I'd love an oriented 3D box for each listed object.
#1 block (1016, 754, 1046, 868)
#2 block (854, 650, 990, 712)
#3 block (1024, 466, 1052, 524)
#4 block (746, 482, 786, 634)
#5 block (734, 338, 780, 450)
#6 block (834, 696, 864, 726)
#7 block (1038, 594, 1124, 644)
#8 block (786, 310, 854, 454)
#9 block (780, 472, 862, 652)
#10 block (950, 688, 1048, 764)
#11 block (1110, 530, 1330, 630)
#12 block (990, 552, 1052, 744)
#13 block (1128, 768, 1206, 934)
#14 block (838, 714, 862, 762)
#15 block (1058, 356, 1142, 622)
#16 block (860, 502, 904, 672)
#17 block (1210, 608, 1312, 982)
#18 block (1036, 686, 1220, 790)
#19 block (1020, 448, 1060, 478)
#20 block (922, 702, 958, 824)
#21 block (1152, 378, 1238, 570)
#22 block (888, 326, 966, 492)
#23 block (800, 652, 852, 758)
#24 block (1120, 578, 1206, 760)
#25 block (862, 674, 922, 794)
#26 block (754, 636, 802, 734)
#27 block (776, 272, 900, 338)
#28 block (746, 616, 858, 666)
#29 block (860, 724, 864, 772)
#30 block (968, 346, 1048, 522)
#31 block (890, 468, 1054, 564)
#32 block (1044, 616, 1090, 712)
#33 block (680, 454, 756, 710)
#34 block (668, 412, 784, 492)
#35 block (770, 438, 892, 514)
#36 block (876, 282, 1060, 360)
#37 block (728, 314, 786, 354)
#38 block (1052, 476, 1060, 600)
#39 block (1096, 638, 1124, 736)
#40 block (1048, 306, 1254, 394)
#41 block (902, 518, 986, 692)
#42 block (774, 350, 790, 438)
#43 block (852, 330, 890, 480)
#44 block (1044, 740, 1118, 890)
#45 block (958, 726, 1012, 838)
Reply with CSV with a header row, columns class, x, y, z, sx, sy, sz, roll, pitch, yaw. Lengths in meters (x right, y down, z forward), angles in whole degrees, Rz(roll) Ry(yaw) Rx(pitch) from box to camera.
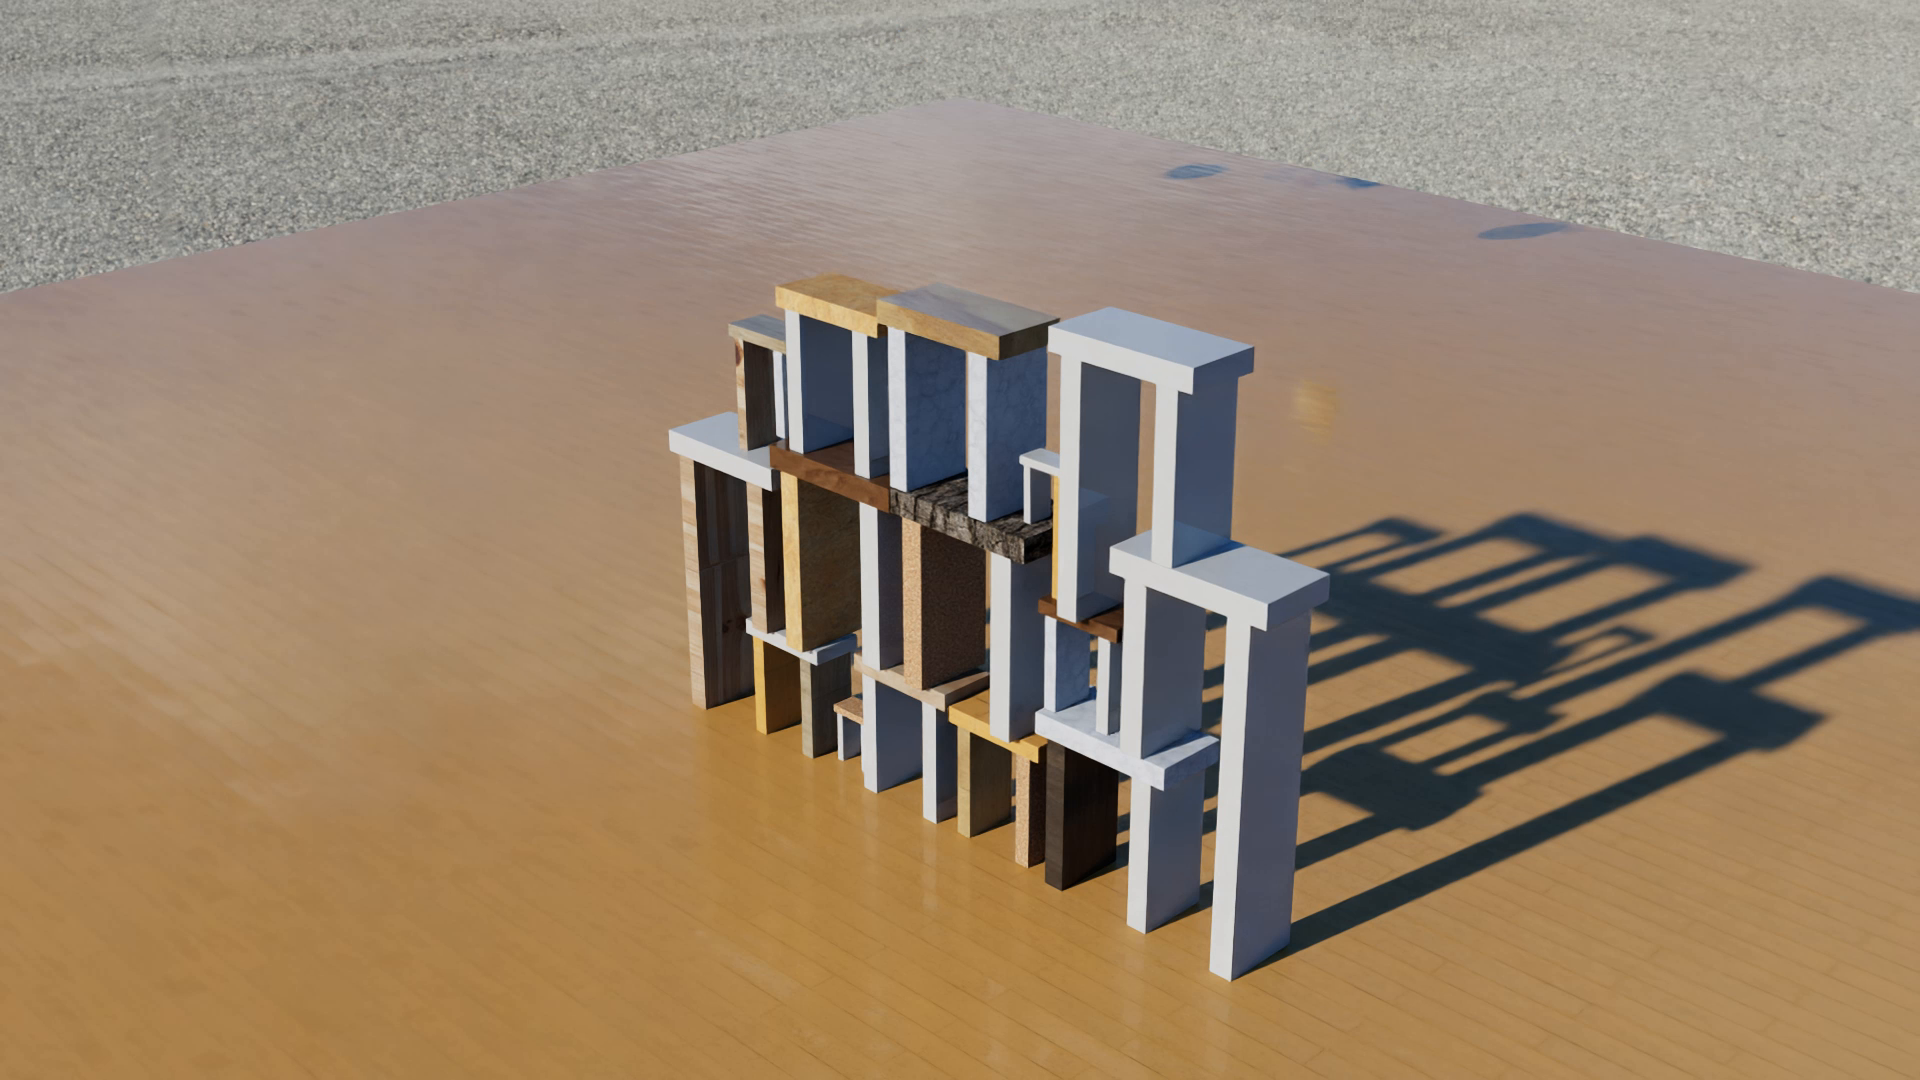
class,x,y,z,sx,sy,sz,roll,pitch,yaw
block,0.162,0.505,4.264,0.120,0.239,0.034,-21,31,-40
block,-0.076,0.265,4.419,0.262,0.037,0.131,21,31,41
block,0.142,-0.090,4.030,0.056,0.112,0.016,-21,30,-40
block,-0.364,0.016,4.631,0.047,0.333,0.166,21,31,41
block,-0.418,-0.311,4.548,0.091,0.240,0.026,-21,31,-41
block,-0.207,0.361,4.610,0.110,0.016,0.055,21,31,41
block,0.245,0.133,4.010,0.191,0.027,0.095,21,31,40
block,-0.275,-0.331,4.379,0.145,0.291,0.041,-21,31,-40
block,-0.281,0.024,4.542,0.175,0.389,0.050,-21,31,-41
block,0.106,0.357,4.263,0.120,0.034,0.239,-21,31,-40
block,0.442,0.057,3.774,0.343,0.049,0.171,21,31,41
block,0.138,0.179,4.154,0.177,0.379,0.050,-21,31,-40
block,0.380,0.554,4.054,0.156,0.312,0.044,-21,31,-41
block,-0.233,0.408,4.658,0.016,0.110,0.055,21,31,41
block,0.247,-0.107,3.908,0.045,0.494,0.160,21,31,41
block,-0.116,0.070,4.383,0.050,0.350,0.175,21,31,41
block,0.524,0.433,3.845,0.171,0.699,0.049,-21,31,-41
block,0.306,0.362,4.052,0.312,0.044,0.156,21,31,40
block,0.168,-0.139,3.982,0.056,0.016,0.112,-21,31,-41
block,-0.015,0.427,4.420,0.131,0.262,0.037,-21,31,-41
block,0.398,-0.127,3.734,0.045,0.320,0.160,21,31,41
block,-0.061,-0.265,4.178,0.159,0.319,0.045,-21,31,-40
block,-0.283,0.339,4.669,0.032,0.228,0.114,21,31,41
block,0.364,0.204,3.928,0.049,0.343,0.171,21,31,40
block,-0.138,0.378,4.534,0.131,0.262,0.037,-21,31,-41
block,-0.390,0.298,4.768,0.032,0.228,0.114,21,31,41
block,-0.206,-0.457,4.252,0.145,0.041,0.291,-21,31,-40
block,-0.337,0.199,4.668,0.228,0.032,0.114,21,31,41
block,-0.181,0.428,4.611,0.016,0.110,0.055,21,31,41
block,0.088,-0.206,4.039,0.159,0.319,0.045,-21,31,-40
block,0.054,-0.051,4.147,0.177,0.050,0.354,-21,31,-40
block,0.200,0.216,4.093,0.027,0.191,0.095,21,31,41
block,-0.521,0.074,4.827,0.047,0.593,0.166,21,31,41
block,-0.442,-0.190,4.630,0.166,0.047,0.333,-21,31,-41
block,-0.198,-0.146,4.381,0.350,0.050,0.175,21,31,41
block,0.014,-0.404,4.039,0.159,0.045,0.319,-21,31,-40
block,-0.375,-0.417,4.457,0.182,0.026,0.091,21,31,40
block,0.194,-0.011,4.007,0.016,0.240,0.056,21,31,40
block,0.291,0.252,4.009,0.027,0.191,0.095,21,31,39
block,0.322,-0.325,3.732,0.160,0.045,0.320,-22,31,-40
block,-0.030,0.102,4.302,0.177,0.354,0.050,-21,31,-40
block,-0.332,-0.305,4.458,0.091,0.182,0.026,-21,30,-41
block,-0.138,-0.277,4.253,0.041,0.291,0.145,21,31,41
block,0.233,0.497,4.189,0.044,0.312,0.156,21,31,41
block,0.049,0.461,4.369,0.120,0.239,0.034,-21,31,-40
